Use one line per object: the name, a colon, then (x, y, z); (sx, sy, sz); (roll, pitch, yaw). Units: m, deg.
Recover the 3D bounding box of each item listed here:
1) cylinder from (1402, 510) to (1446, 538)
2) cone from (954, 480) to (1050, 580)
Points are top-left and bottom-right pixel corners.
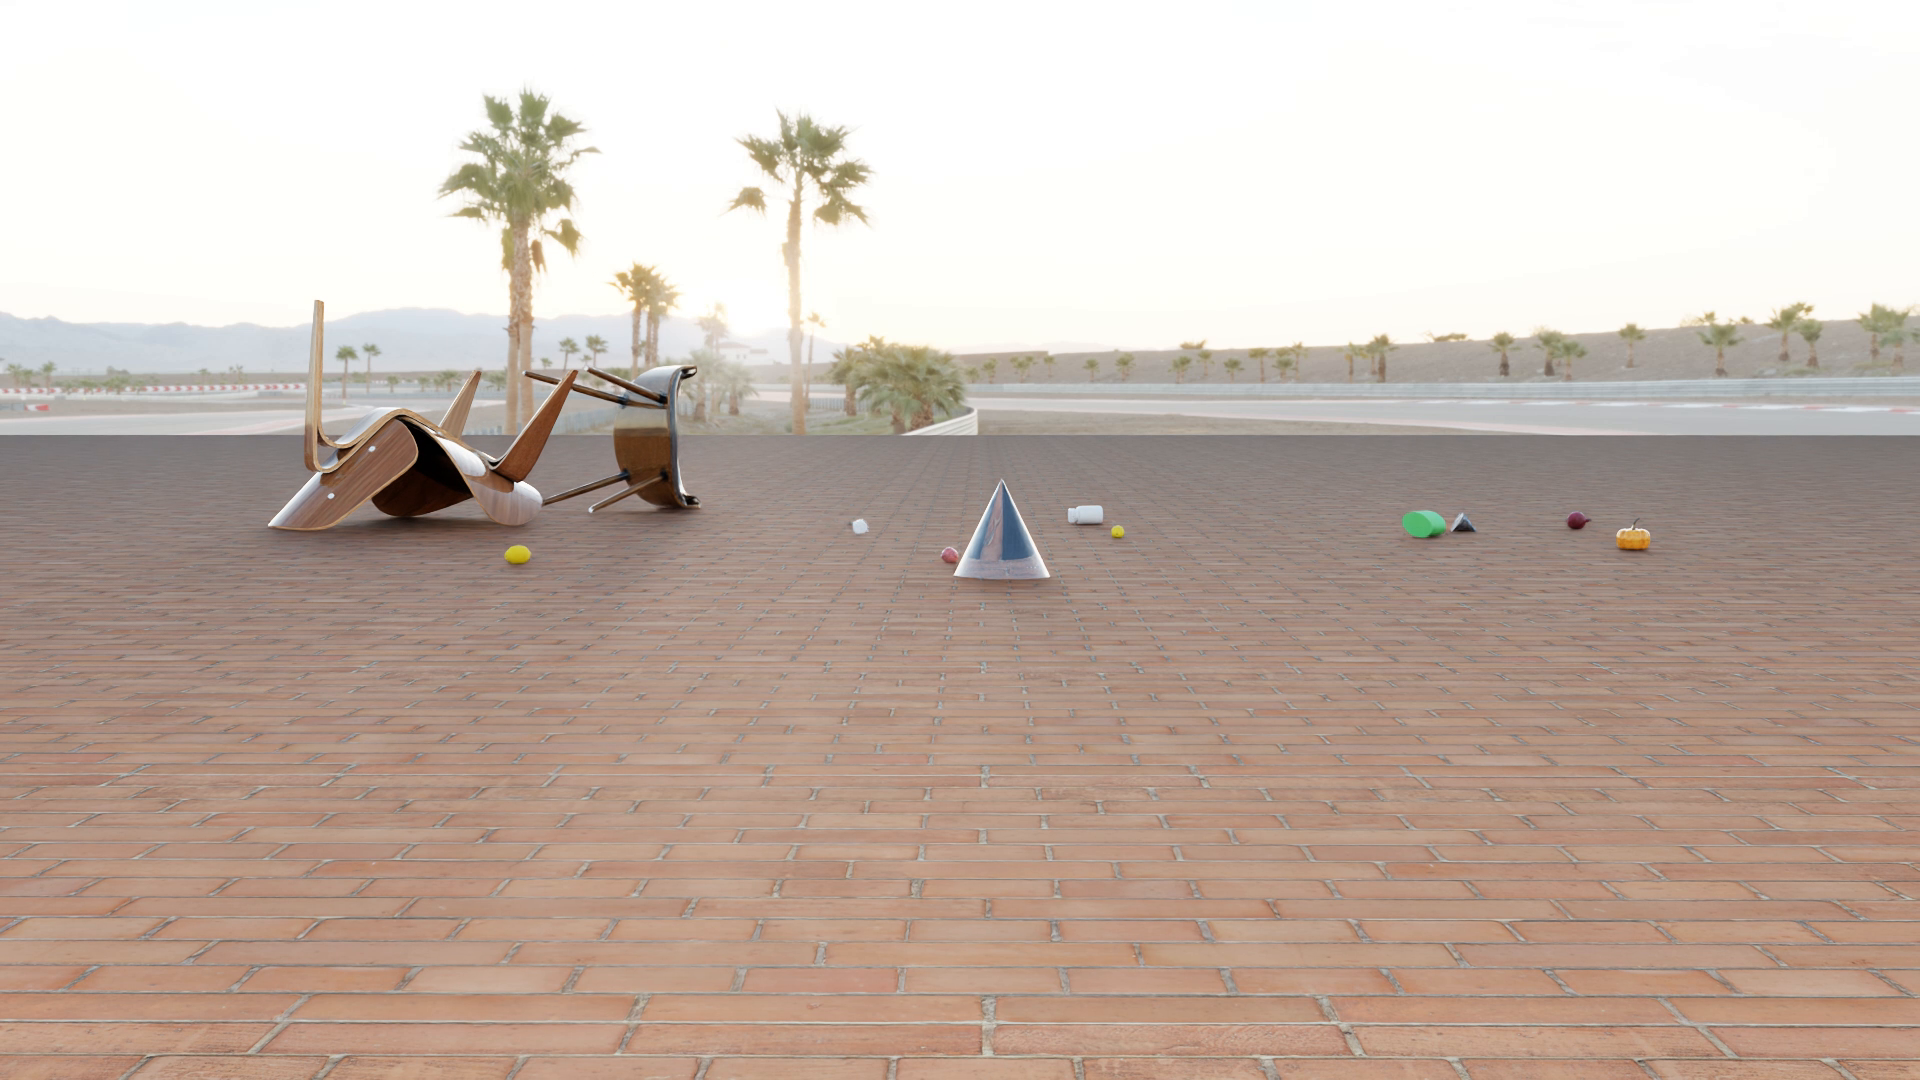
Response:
cylinder: (1.411, -0.048, 6.684); (0.105, 0.072, 0.087); (27, 20, 36)
cone: (0.101, -0.032, 5.303); (0.250, 0.235, 0.206); (4, 5, 42)
